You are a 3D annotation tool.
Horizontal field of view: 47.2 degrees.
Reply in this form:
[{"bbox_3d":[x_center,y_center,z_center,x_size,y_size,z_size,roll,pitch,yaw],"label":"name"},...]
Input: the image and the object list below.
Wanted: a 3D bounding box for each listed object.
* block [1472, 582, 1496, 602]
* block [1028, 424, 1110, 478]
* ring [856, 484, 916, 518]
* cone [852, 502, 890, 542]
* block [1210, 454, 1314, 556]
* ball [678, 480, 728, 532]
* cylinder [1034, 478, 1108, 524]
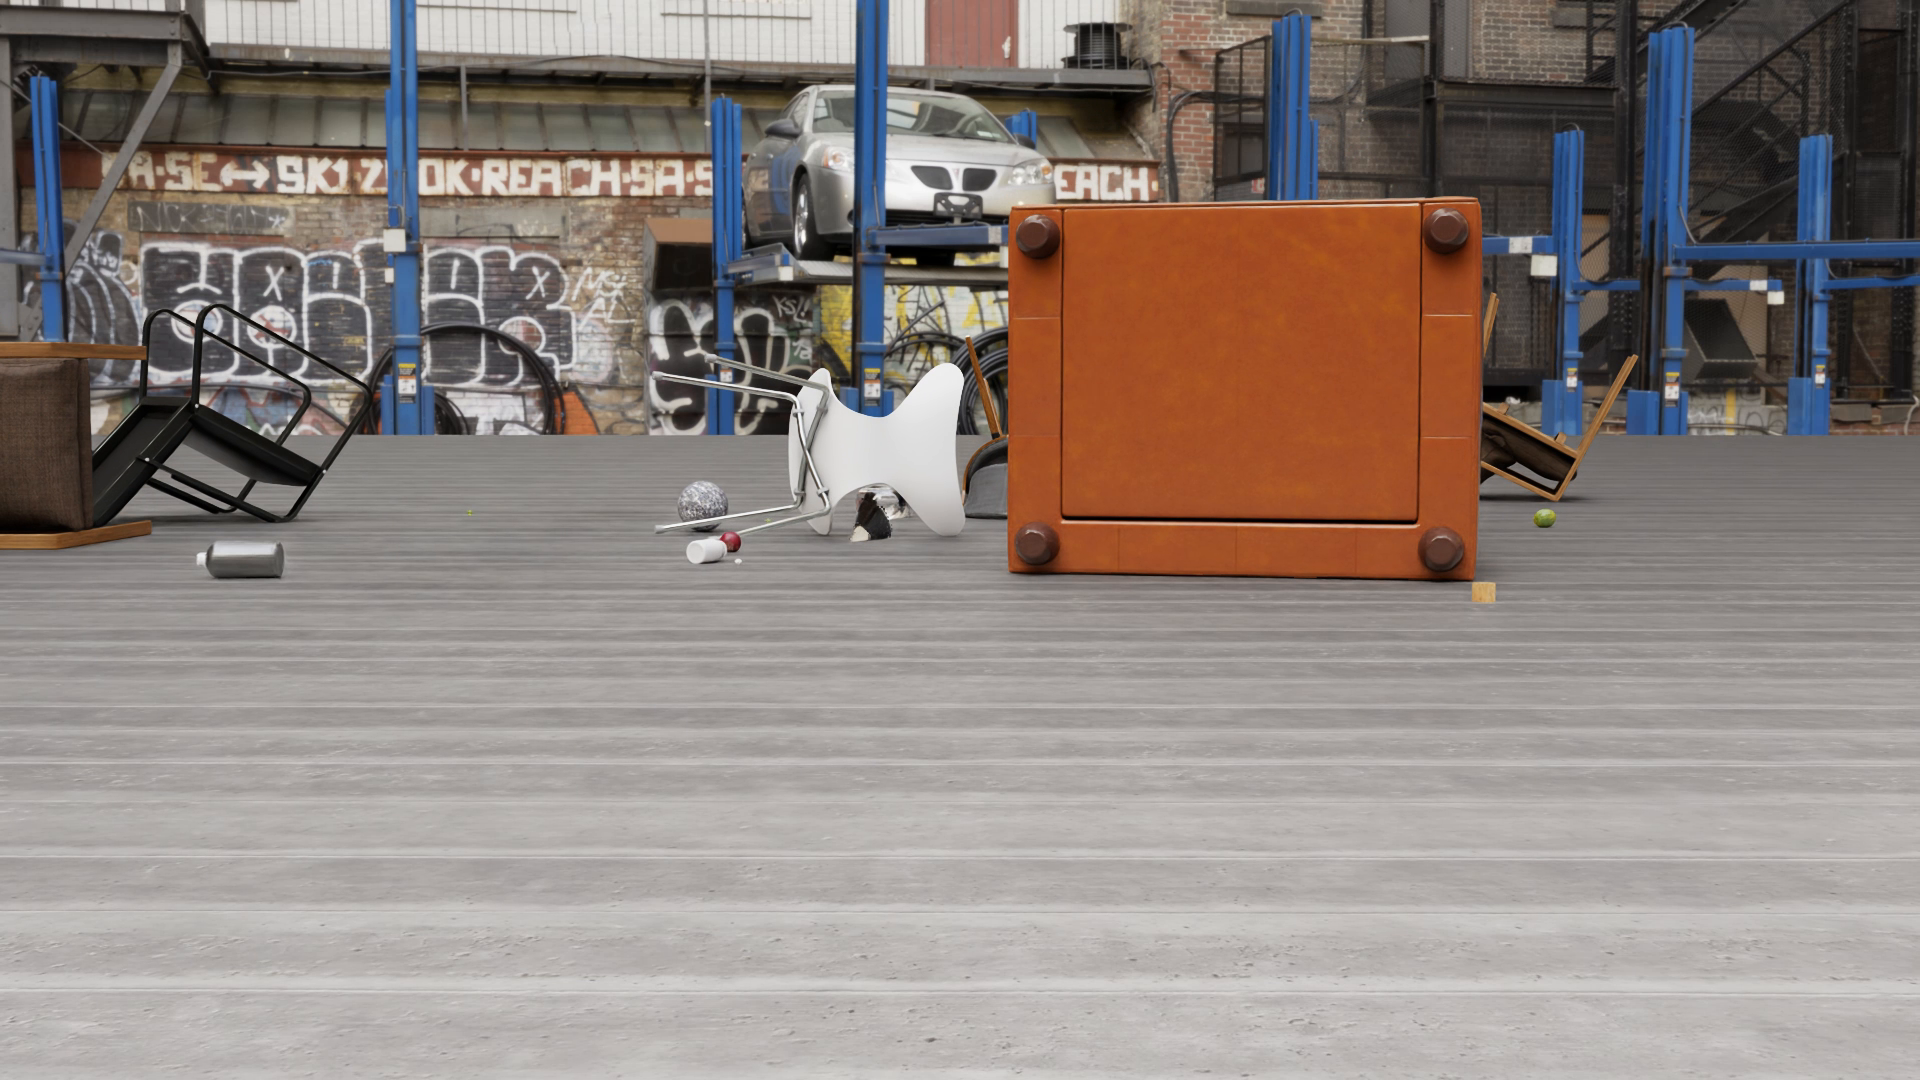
[{"bbox_3d":[1.106,0.110,4.645,0.035,0.040,0.033,-2,4,-24],"label":"block"},{"bbox_3d":[0.380,-0.308,7.594,0.173,0.123,0.205,29,20,34],"label":"block"},{"bbox_3d":[-0.261,-0.133,7.695,0.207,0.110,0.269,0,5,10],"label":"ring"},{"bbox_3d":[-0.286,-0.027,6.497,0.127,0.154,0.105,34,59,21],"label":"cone"},{"bbox_3d":[0.833,-0.099,6.038,0.238,0.249,0.182,2,10,23],"label":"block"},{"bbox_3d":[-0.811,-0.106,6.931,0.160,0.160,0.160,0,4,0],"label":"ball"},{"bbox_3d":[0.374,-0.135,7.430,0.248,0.148,0.137,1,4,14],"label":"cylinder"}]
